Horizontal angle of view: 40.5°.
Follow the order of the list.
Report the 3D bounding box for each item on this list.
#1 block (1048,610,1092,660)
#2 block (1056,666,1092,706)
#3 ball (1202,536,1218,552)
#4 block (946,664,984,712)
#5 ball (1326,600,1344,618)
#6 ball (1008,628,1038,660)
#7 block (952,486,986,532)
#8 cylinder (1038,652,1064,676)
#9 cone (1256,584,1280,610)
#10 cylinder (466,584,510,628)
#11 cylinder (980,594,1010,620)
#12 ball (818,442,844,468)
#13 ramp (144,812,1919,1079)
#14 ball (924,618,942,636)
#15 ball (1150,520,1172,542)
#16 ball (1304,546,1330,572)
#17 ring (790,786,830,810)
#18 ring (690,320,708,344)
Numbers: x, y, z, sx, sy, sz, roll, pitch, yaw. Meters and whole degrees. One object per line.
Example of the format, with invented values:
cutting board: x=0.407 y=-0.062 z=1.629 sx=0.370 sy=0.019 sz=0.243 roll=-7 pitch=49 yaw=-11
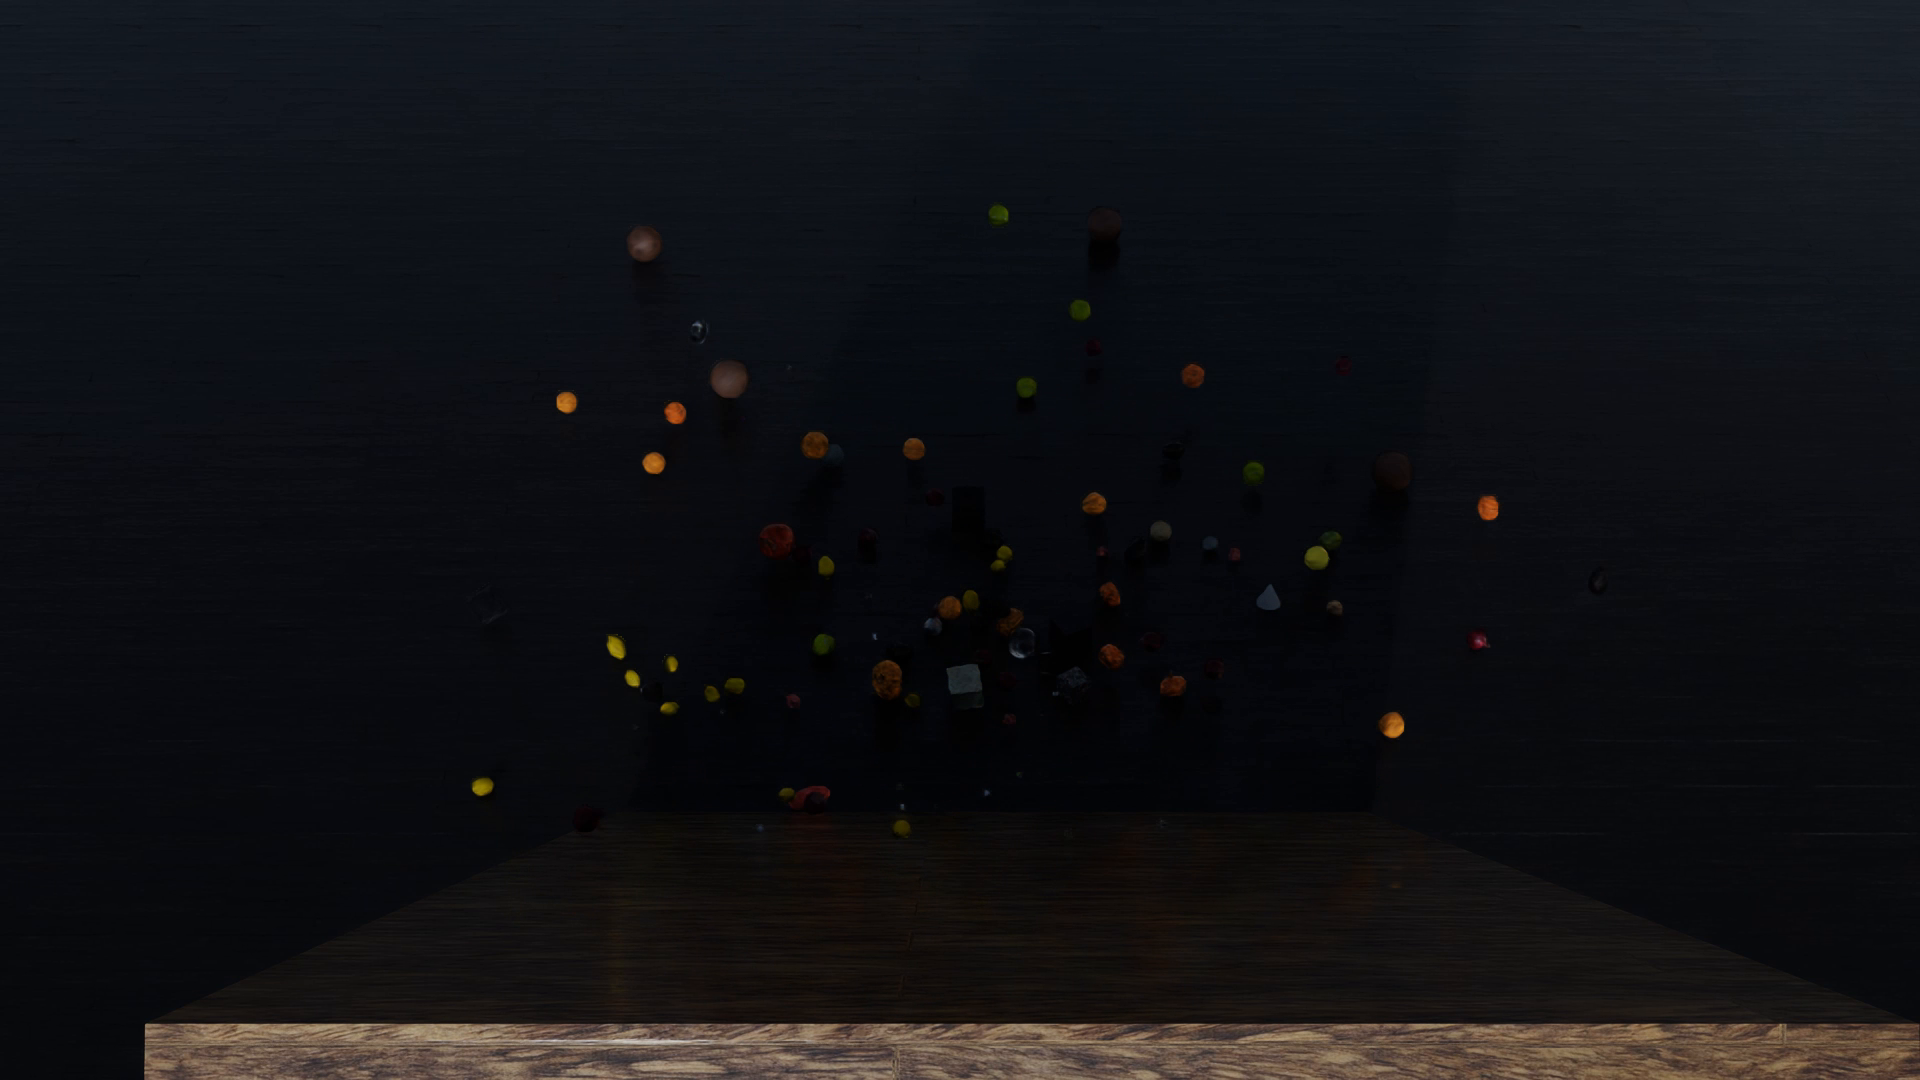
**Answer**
block: x=0.323 y=0.275 z=7.577 sx=0.091 sy=0.091 sz=0.091 roll=-19 pitch=41 yaw=-24
block: x=0.325 y=0.416 z=7.408 sx=0.069 sy=0.069 sz=0.069 roll=-23 pitch=43 yaw=-28
ball: x=0.766 y=0.012 z=7.958 sx=0.051 sy=0.051 sz=0.051 roll=0 pitch=37 yaw=0
block: x=0.016 y=0.416 z=7.342 sx=0.091 sy=0.091 sz=0.091 roll=-8 pitch=56 yaw=-2
ball: x=1.110 y=0.205 z=7.704 sx=0.051 sy=0.051 sz=0.051 roll=0 pitch=37 yaw=0
ball: x=0.183 y=0.300 z=7.544 sx=0.092 sy=0.092 sz=0.092 roll=0 pitch=37 yaw=0
block: x=0.027 y=-0.096 z=8.062 sx=0.099 sy=0.099 sz=0.099 roll=-1 pitch=37 yaw=-1
cylinder: x=0.262 y=0.356 z=7.491 sx=0.065 sy=0.065 sz=0.065 roll=-2 pitch=37 yaw=-3
cone: x=0.922 y=0.158 z=7.747 sx=0.074 sy=0.074 sz=0.074 roll=0 pitch=37 yaw=0
cylinder: x=-1.389 y=0.193 z=7.654 sx=0.093 sy=0.093 sz=0.093 roll=-34 pitch=45 yaw=-11
cylinder: x=0.102 y=0.195 z=7.543 sx=0.065 sy=0.065 sz=0.065 roll=-9 pitch=37 yaw=-28
ball: x=-0.412 y=-0.270 z=8.308 sx=0.080 sy=0.080 sz=0.080 roll=0 pitch=37 yaw=0
ramp: x=0.081 y=0.685 z=4.929 sx=2.000 sy=0.100 sz=4.000 roll=0 pitch=-3 yaw=0
ball: x=-0.080 y=0.255 z=7.633 sx=0.056 sy=0.056 sz=0.056 roll=0 pitch=37 yaw=0
ball: x=0.617 y=-0.025 z=7.994 sx=0.068 sy=0.068 sz=0.068 roll=0 pitch=37 yaw=0
ball: x=1.070 y=0.056 z=7.803 sx=0.075 sy=0.075 sz=0.075 roll=0 pitch=37 yaw=0
ring: x=-0.407 y=0.696 z=7.031 sx=0.114 sy=0.038 sz=0.114 roll=-17 pitch=10 yaw=3
ring: x=-0.881 y=-0.703 z=8.790 sx=0.029 sy=0.088 sz=0.088 roll=18 pitch=40 yaw=21
